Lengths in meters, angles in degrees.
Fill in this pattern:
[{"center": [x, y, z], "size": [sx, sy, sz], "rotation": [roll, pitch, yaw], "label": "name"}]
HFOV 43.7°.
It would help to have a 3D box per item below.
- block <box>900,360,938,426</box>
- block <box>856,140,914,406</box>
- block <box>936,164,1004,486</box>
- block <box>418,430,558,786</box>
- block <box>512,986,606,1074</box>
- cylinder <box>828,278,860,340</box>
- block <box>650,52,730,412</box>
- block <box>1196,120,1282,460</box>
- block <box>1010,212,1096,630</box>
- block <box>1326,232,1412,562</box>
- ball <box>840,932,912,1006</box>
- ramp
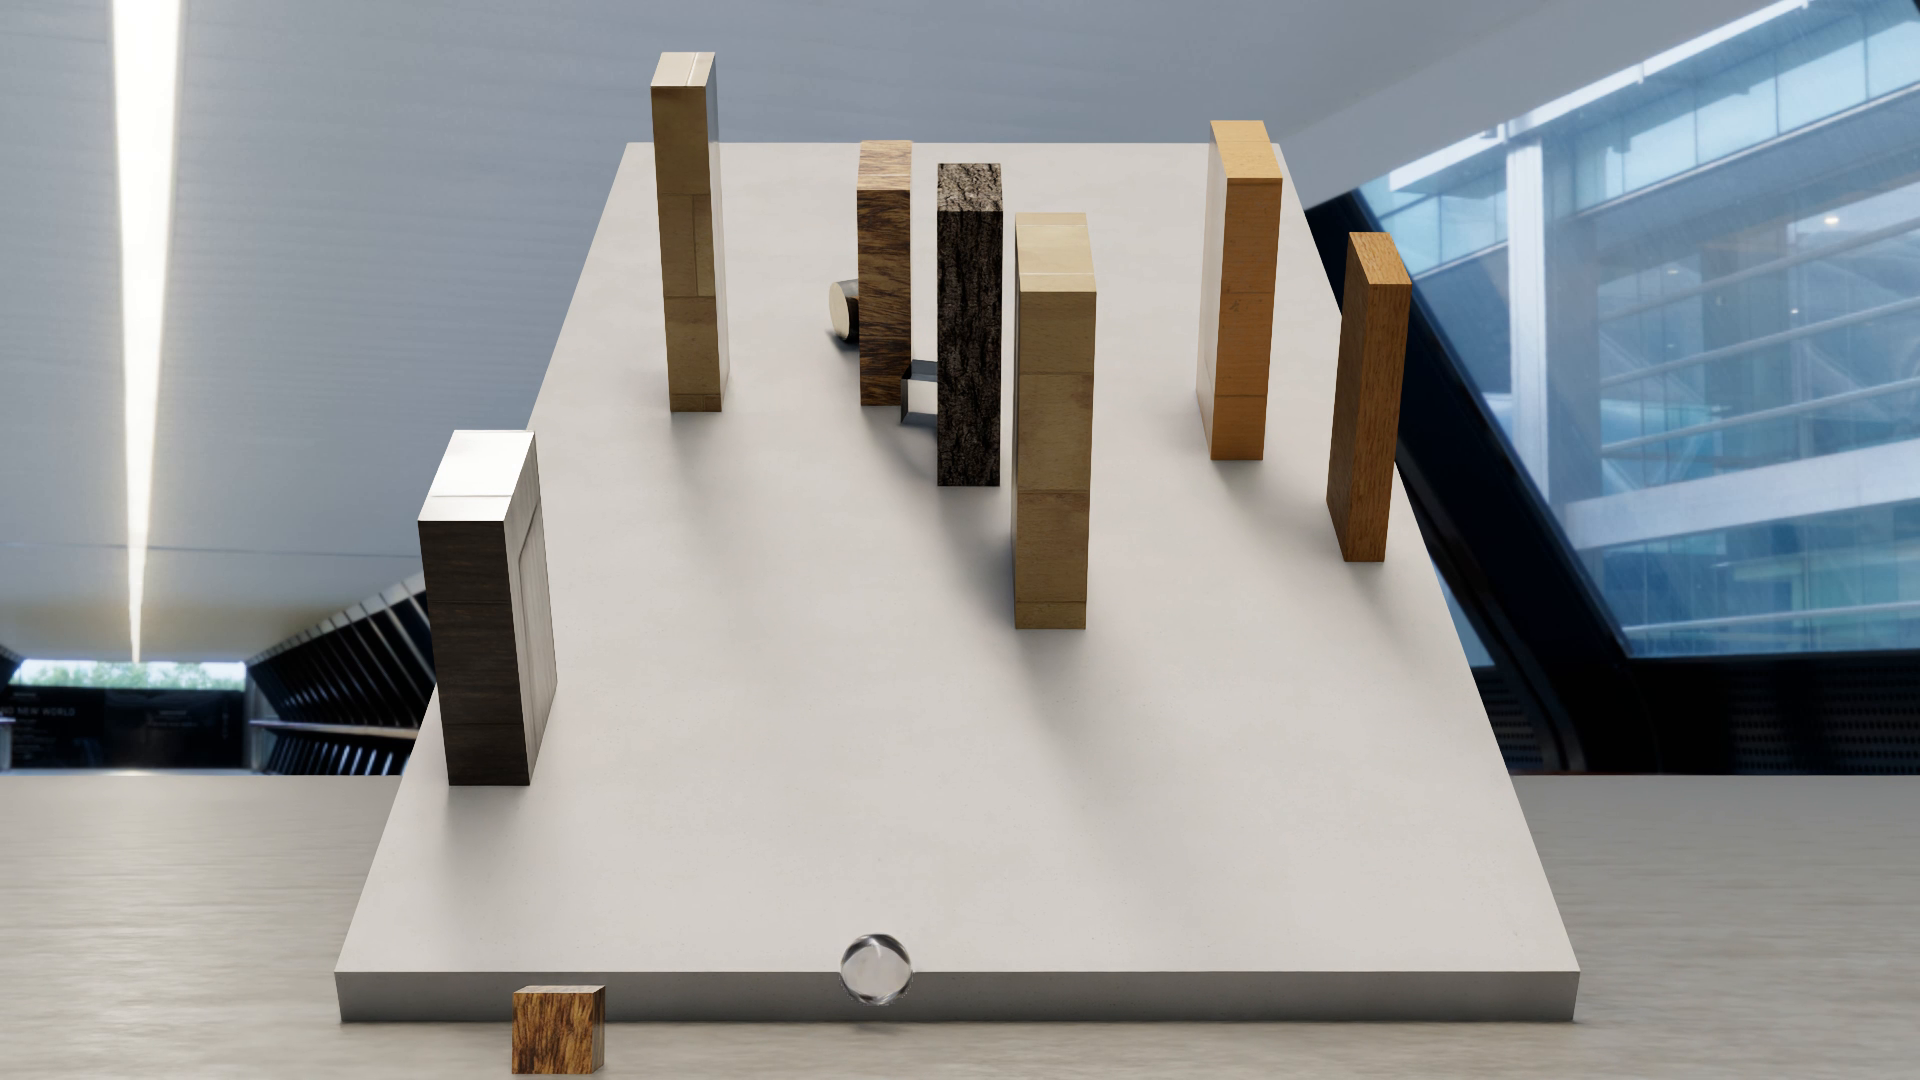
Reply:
[{"center": [-0.069, -0.344, 5.627], "size": [0.114, 0.114, 0.114], "rotation": [7, 29, 12], "label": "block"}, {"center": [-0.176, -0.640, 5.722], "size": [0.122, 0.542, 0.342], "rotation": [0, 29, 0], "label": "block"}, {"center": [0.020, -0.476, 5.309], "size": [0.139, 0.649, 0.296], "rotation": [0, 29, 0], "label": "block"}, {"center": [-0.845, 0.121, 4.321], "size": [0.145, 0.540, 0.347], "rotation": [0, 29, 0], "label": "block"}, {"center": [-0.546, 0.666, 3.263], "size": [0.107, 0.107, 0.107], "rotation": [0, -5, 1], "label": "block"}, {"center": [-0.236, -0.588, 6.037], "size": [0.149, 0.149, 0.149], "rotation": [-11, -1, -20], "label": "cylinder"}, {"center": [-0.625, -0.713, 5.586], "size": [0.121, 0.797, 0.249], "rotation": [0, 29, 0], "label": "block"}, {"center": [0.630, -0.569, 5.456], "size": [0.119, 0.676, 0.377], "rotation": [0, 29, 0], "label": "block"}, {"center": [0.181, -0.239, 4.793], "size": [0.141, 0.728, 0.409], "rotation": [0, 29, 0], "label": "block"}, {"center": [0.851, -0.297, 5.007], "size": [0.084, 0.629, 0.280], "rotation": [0, 29, 0], "label": "block"}, {"center": [-0.132, 0.673, 3.760], "size": [0.113, 0.113, 0.113], "rotation": [0, -5, 0], "label": "ball"}, {"center": [-0.012, -0.220, 5.622], "size": [2.000, 0.100, 4.000], "rotation": [0, 29, 0], "label": "ramp"}]
